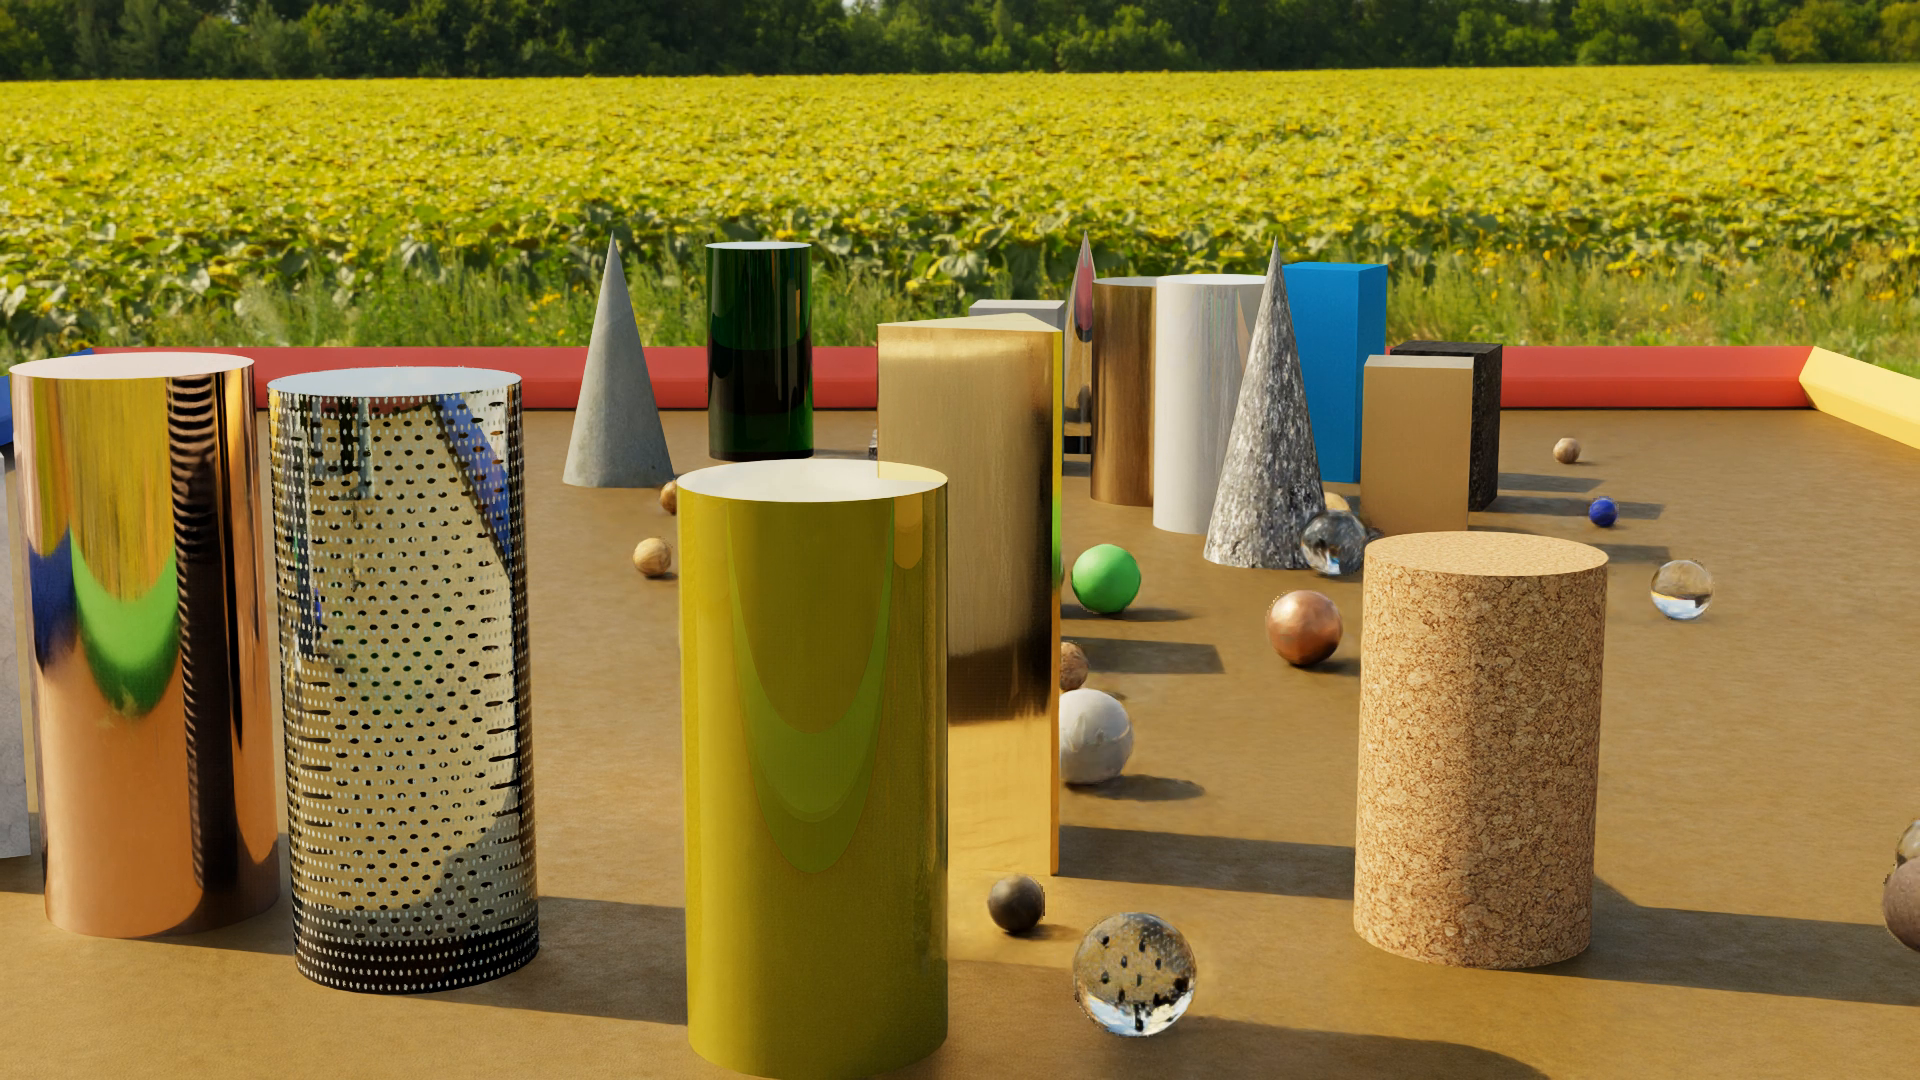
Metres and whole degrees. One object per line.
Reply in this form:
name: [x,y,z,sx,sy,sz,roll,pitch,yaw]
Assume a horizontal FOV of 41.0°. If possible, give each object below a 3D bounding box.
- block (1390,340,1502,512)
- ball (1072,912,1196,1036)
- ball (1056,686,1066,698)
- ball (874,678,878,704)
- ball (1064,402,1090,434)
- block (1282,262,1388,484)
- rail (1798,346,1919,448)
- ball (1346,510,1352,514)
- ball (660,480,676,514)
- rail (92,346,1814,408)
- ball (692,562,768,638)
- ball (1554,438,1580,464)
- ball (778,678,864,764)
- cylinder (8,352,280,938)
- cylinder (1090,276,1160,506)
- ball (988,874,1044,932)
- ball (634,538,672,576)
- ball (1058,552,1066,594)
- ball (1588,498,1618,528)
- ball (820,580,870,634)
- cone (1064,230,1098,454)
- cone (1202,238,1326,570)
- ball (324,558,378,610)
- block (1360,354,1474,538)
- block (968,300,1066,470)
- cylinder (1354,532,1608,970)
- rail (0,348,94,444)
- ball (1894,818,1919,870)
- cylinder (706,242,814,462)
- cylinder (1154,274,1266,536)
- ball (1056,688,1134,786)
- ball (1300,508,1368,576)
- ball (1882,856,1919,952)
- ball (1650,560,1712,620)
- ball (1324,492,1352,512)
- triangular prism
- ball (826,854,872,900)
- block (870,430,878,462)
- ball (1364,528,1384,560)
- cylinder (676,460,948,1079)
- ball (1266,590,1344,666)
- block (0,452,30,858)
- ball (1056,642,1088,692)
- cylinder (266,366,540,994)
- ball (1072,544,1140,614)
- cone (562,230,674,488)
block: [0.815,-0.194,4.315,0.159,0.263,0.159,4,11,21]
ball: [0.133,0.329,1.949,0.094,0.094,0.094,0,10,0]
ball: [0.098,0.187,2.838,0.052,0.052,0.052,0,10,0]
ball: [-0.051,0.167,2.845,0.088,0.088,0.088,0,10,0]
ball: [0.228,-0.245,5.147,0.061,0.061,0.061,0,10,0]
block: [0.660,-0.303,4.601,0.159,0.374,0.159,5,12,27]
rail: [1.831,0.031,3.459,0.045,0.129,4.230,0,10,0]
ball: [0.577,-0.017,3.900,0.060,0.060,0.060,0,10,0]
ball: [-0.464,-0.070,4.211,0.056,0.056,0.056,0,10,0]
rail: [-0.012,-0.347,5.505,3.709,0.129,0.045,0,10,0]
ball: [-0.295,0.078,3.298,0.098,0.098,0.098,0,10,0]
ball: [1.124,-0.165,4.749,0.048,0.048,0.048,0,10,0]
ball: [-0.147,0.192,2.705,0.090,0.090,0.090,0,10,0]
cylinder: [-0.702,0.085,2.223,0.199,0.475,0.199,0,10,0]
cylinder: [0.322,-0.255,4.353,0.199,0.368,0.199,0,10,0]
ball: [0.047,0.309,2.184,0.048,0.048,0.048,0,10,0]
ball: [-0.443,0.025,3.703,0.055,0.055,0.055,0,10,0]
ball: [0.093,0.045,3.473,0.099,0.099,0.099,0,10,0]
ball: [1.028,-0.043,4.099,0.045,0.045,0.045,0,10,0]
ball: [-0.145,0.085,3.288,0.069,0.069,0.069,0,10,0]
cone: [0.240,-0.388,4.927,0.199,0.421,0.199,0,10,0]
cone: [0.465,-0.213,3.811,0.199,0.483,0.199,0,10,0]
ball: [-0.824,0.059,3.476,0.070,0.070,0.070,0,10,0]
block: [0.699,-0.132,3.926,0.159,0.283,0.159,2,11,12]
block: [0.105,-0.282,4.693,0.159,0.299,0.159,1,11,7]
cylinder: [0.437,0.171,2.163,0.199,0.327,0.199,0,10,0]
rail: [-1.831,0.035,3.438,0.045,0.129,4.230,0,10,0]
ball: [0.857,0.280,2.219,0.093,0.093,0.093,0,10,0]
cylinder: [-0.377,-0.356,4.828,0.199,0.395,0.199,0,10,0]
cylinder: [0.410,-0.219,4.089,0.199,0.394,0.199,0,10,0]
ball: [0.129,0.202,2.626,0.099,0.099,0.099,0,10,0]
ball: [0.540,0.003,3.705,0.097,0.097,0.097,0,10,0]
ball: [0.808,0.303,2.129,0.082,0.082,0.082,0,10,0]
ball: [0.960,0.066,3.412,0.080,0.080,0.080,0,10,0]
ball: [0.567,-0.036,3.965,0.076,0.076,0.076,0,10,0]
triangular prism: [0.031,0.043,2.390,0.172,0.496,0.149,4,11,20]
ball: [-0.098,0.297,2.270,0.040,0.040,0.040,0,10,0]
block: [-0.031,0.003,3.238,0.159,0.267,0.159,0,10,1]
ball: [0.609,0.007,3.819,0.048,0.048,0.048,0,10,0]
cylinder: [-0.108,0.165,1.923,0.199,0.427,0.199,0,10,0]
ball: [0.424,0.108,3.152,0.093,0.093,0.093,0,10,0]
block: [-0.974,0.102,2.403,0.159,0.376,0.159,-5,12,-25]
ball: [0.119,0.150,3.006,0.063,0.063,0.063,0,10,0]
cylinder: [-0.451,0.108,2.091,0.199,0.478,0.199,0,10,0]
ball: [0.196,0.052,3.450,0.093,0.093,0.093,0,10,0]
cone: [-0.609,-0.327,4.538,0.199,0.443,0.199,0,10,0]
